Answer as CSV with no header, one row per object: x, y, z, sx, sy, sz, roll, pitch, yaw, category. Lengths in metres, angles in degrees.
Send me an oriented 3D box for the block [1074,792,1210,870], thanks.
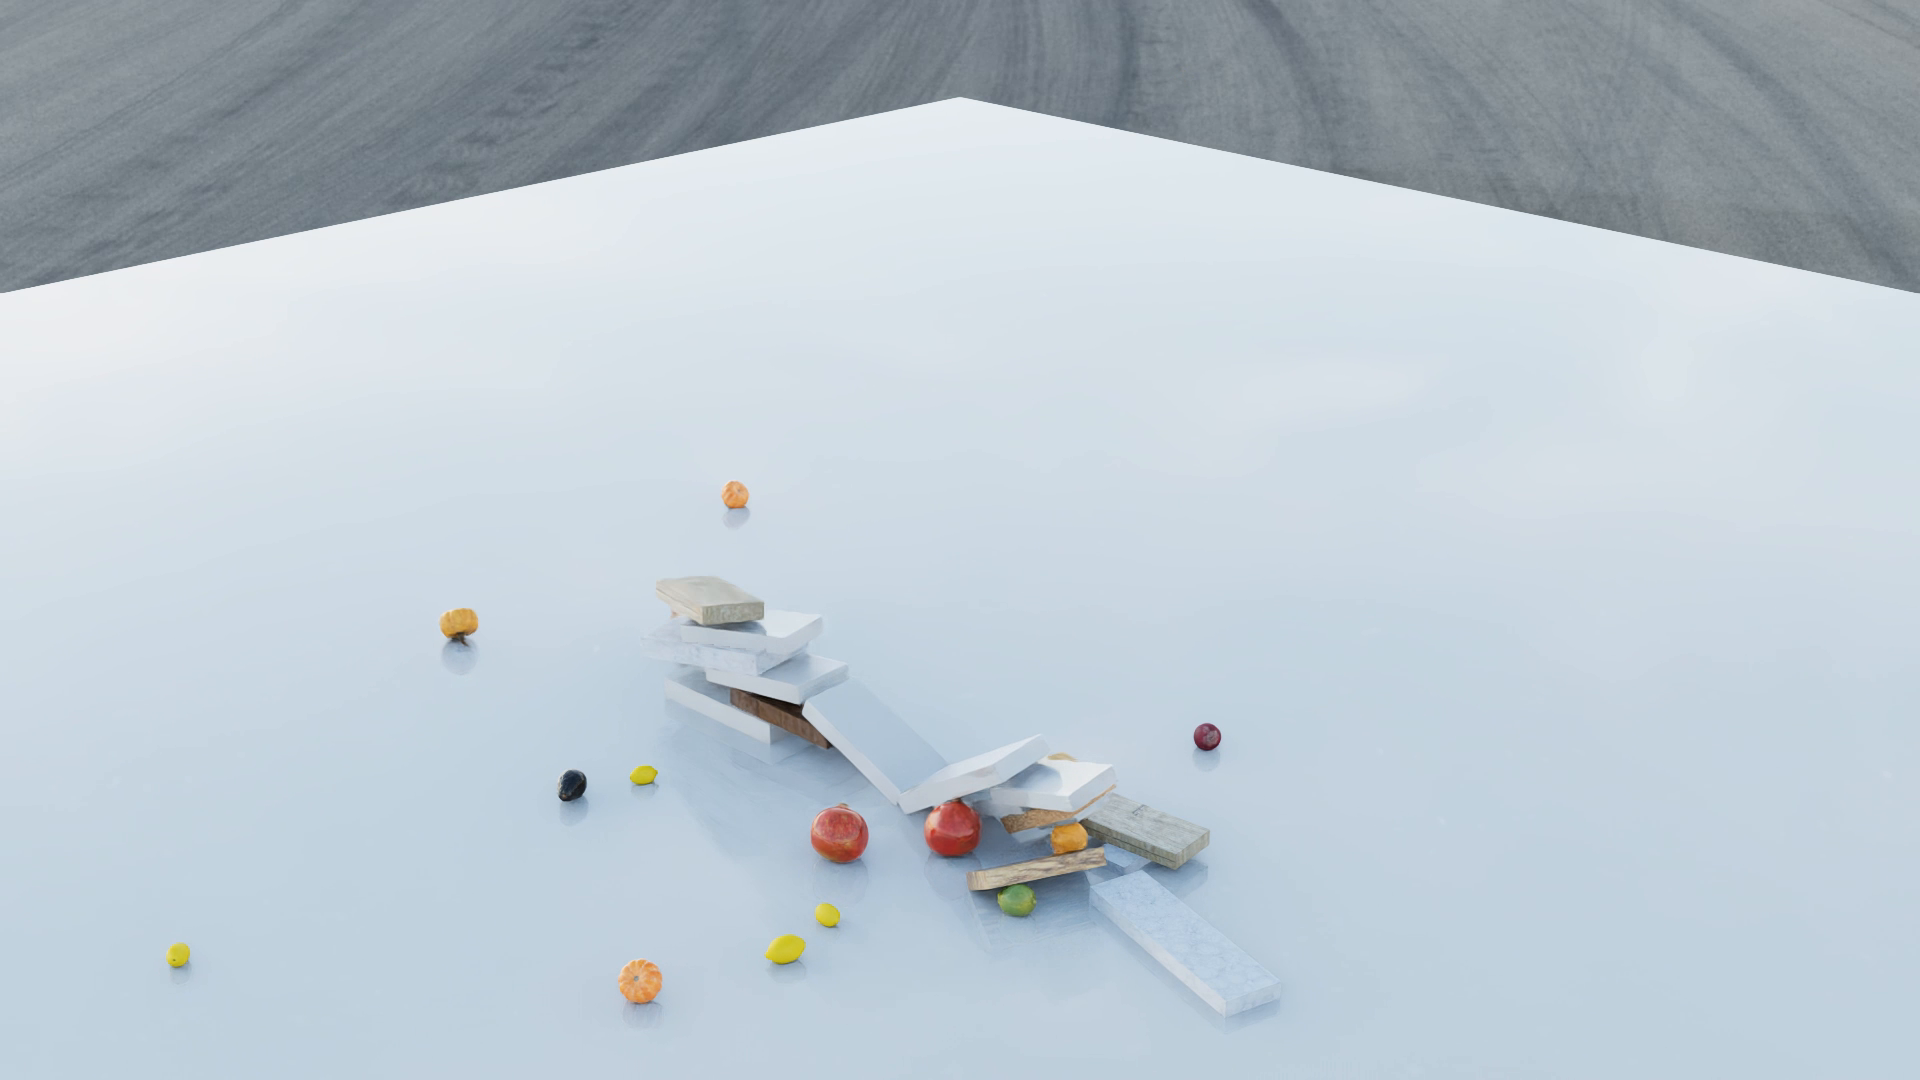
0.356,0.569,4.317,0.239,0.034,0.120,18,29,35,block

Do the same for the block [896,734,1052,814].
0.024,0.465,4.358,0.141,0.040,0.346,-28,1,-38,block

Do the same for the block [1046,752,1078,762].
0.171,0.488,4.580,0.166,0.023,0.083,-13,26,-29,block

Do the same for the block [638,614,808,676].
-0.524,0.226,4.850,0.342,0.048,0.171,7,22,35,block

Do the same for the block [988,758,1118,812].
0.176,0.467,4.208,0.121,0.034,0.243,-30,17,-34,block

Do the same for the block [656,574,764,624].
-0.553,0.129,4.834,0.141,0.040,0.283,-4,13,-28,block

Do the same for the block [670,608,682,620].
-0.538,0.209,5.121,0.171,0.048,0.342,-3,16,-25,block

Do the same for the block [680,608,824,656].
-0.452,0.193,4.782,0.283,0.040,0.141,5,21,32,block

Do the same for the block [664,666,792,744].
-0.476,0.349,4.877,0.342,0.048,0.171,20,30,38,block

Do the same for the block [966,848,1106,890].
0.144,0.624,4.174,0.239,0.034,0.120,-8,-7,-19,block

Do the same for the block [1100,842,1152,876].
0.342,0.604,4.306,0.083,0.023,0.166,20,30,39,block

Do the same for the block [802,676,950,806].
-0.175,0.416,4.584,0.149,0.042,0.299,-22,54,-42,block

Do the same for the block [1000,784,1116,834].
0.190,0.513,4.286,0.122,0.034,0.243,-30,1,-32,block

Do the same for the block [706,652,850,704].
-0.398,0.286,4.768,0.299,0.042,0.149,10,24,42,block

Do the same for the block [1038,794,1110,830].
0.219,0.530,4.309,0.083,0.023,0.166,-30,1,-28,block

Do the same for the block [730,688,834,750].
-0.339,0.357,4.742,0.299,0.042,0.149,20,30,38,block

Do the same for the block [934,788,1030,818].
0.072,0.509,4.386,0.243,0.034,0.121,-11,14,46,block

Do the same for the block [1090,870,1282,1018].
0.403,0.728,4.001,0.120,0.034,0.428,-13,26,-28,block
